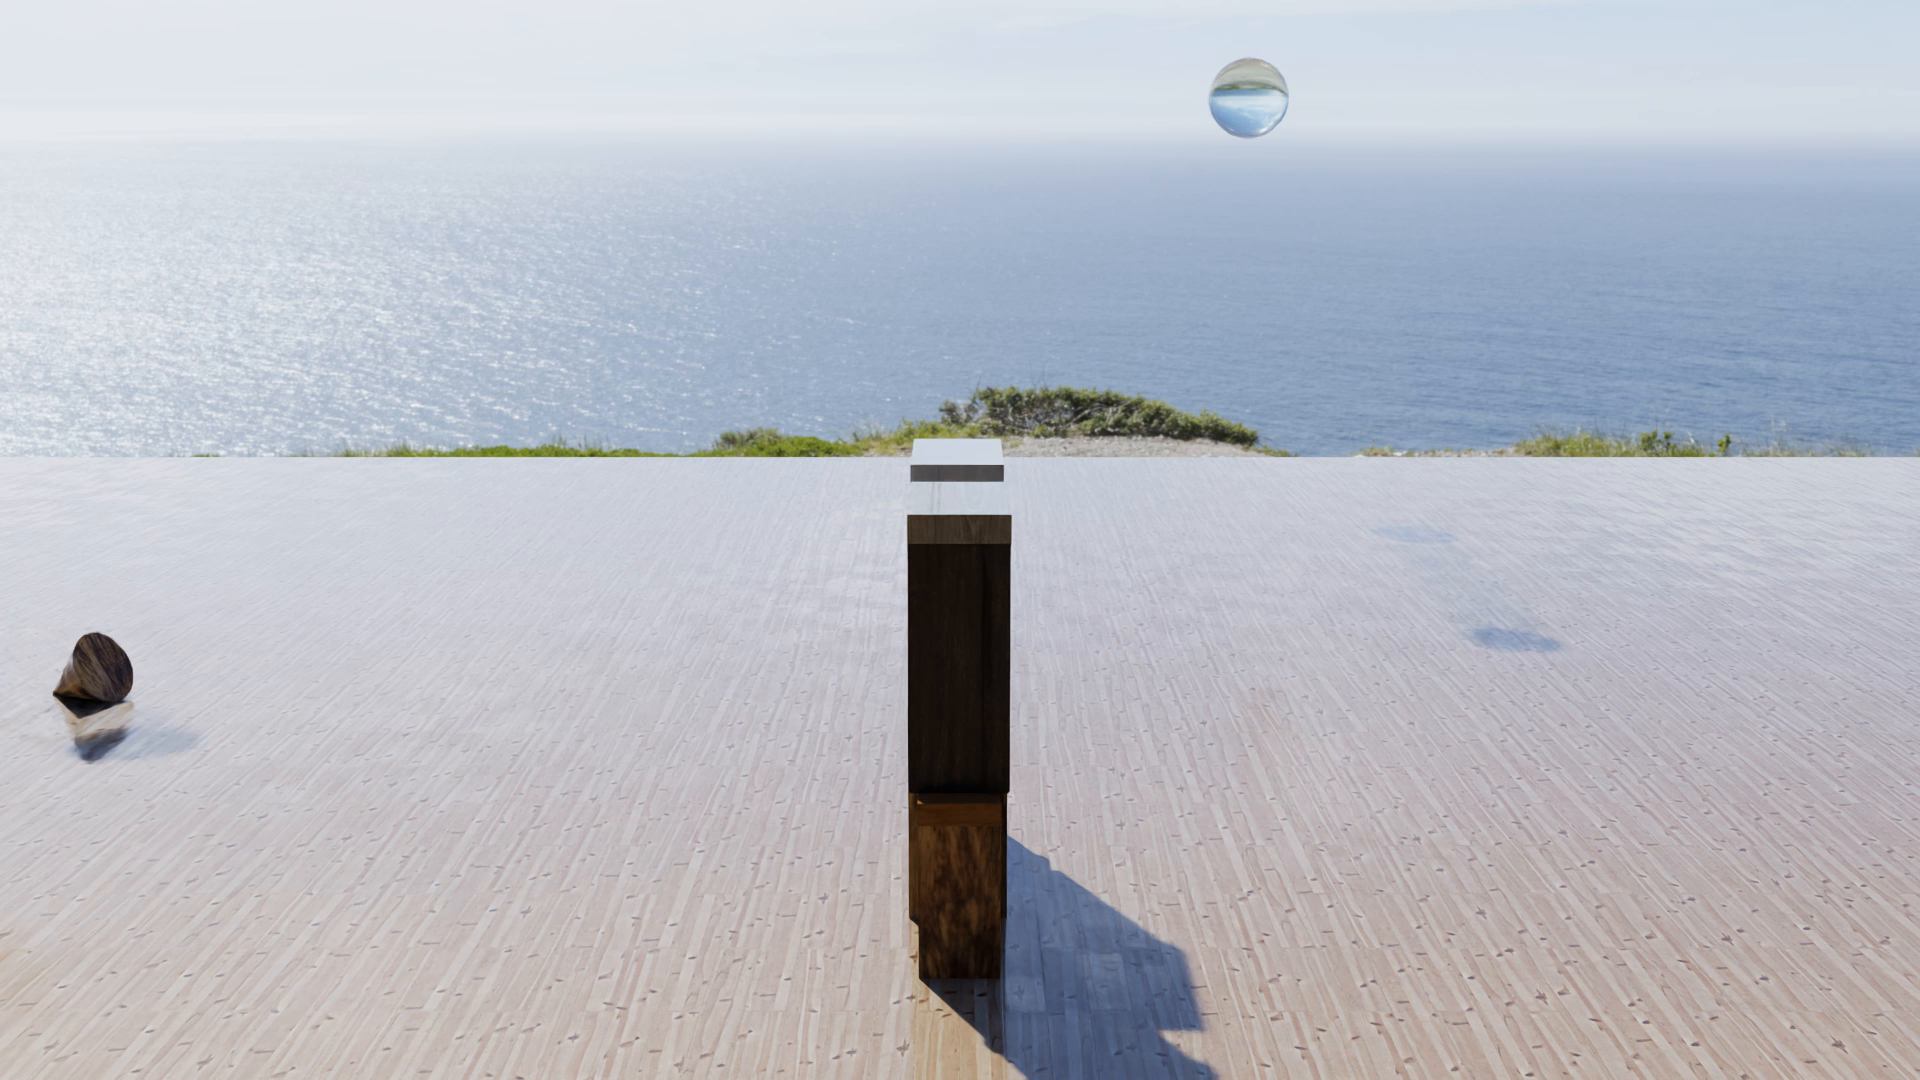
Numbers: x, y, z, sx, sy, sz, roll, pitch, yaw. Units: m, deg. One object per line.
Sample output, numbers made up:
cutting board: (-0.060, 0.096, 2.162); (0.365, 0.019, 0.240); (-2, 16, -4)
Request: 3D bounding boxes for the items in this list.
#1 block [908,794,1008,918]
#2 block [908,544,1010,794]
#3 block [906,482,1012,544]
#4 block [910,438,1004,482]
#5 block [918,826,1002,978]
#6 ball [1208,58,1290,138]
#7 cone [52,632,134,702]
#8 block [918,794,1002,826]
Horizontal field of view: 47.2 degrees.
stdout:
block: (-0.004, 0.451, 3.548); (0.158, 0.317, 0.045); (0, 11, 0)
block: (-0.001, 0.185, 3.264); (0.151, 0.384, 0.043); (0, 11, 0)
block: (-0.001, -0.043, 3.324); (0.151, 0.043, 0.302); (0, 10, 0)
block: (-0.005, -0.130, 3.761); (0.154, 0.044, 0.308); (0, 11, 0)
block: (-0.001, 0.534, 3.296); (0.123, 0.246, 0.035); (0, 11, 0)
ball: (0.846, -1.296, 6.445); (0.233, 0.233, 0.233); (0, 11, 0)
cone: (-1.981, 0.316, 4.938); (0.166, 0.166, 0.166); (-25, 1, 21)
block: (-0.001, 0.381, 3.351); (0.123, 0.035, 0.246); (0, 11, 0)
